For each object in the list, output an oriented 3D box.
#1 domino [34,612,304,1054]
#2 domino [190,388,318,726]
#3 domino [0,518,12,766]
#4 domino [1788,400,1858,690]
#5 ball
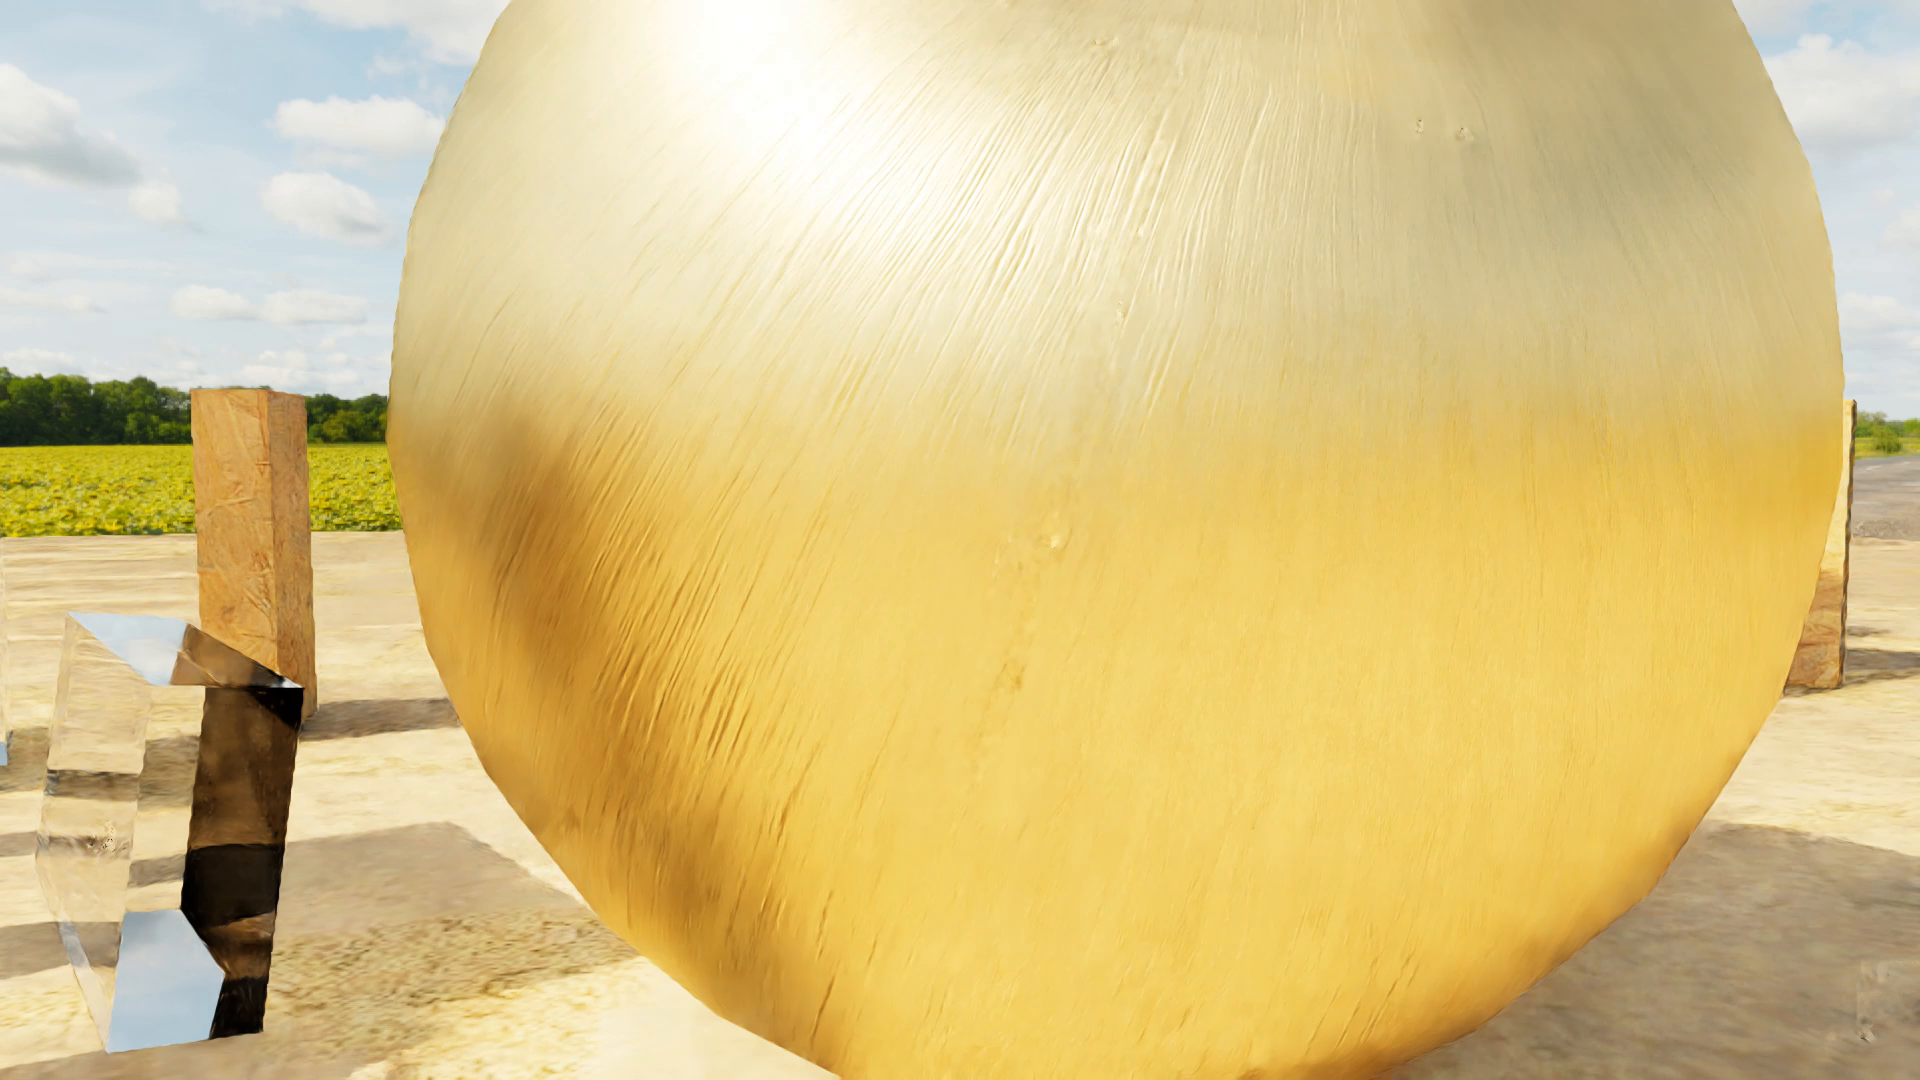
[{"bbox_3d":[-0.069,0.021,0.109,0.009,0.025,0.050,7,-2,-40],"label":"domino"},{"bbox_3d":[-0.104,0.003,0.191,0.009,0.050,0.025,-1,4,-16],"label":"domino"},{"bbox_3d":[-0.138,0.004,0.176,0.010,0.050,0.025,-3,5,-35],"label":"domino"},{"bbox_3d":[0.145,0.000,0.232,0.025,0.050,0.009,3,6,39],"label":"domino"},{"bbox_3d":[0.007,-0.007,0.081,0.080,0.080,0.080,0,4,0],"label":"ball"}]
